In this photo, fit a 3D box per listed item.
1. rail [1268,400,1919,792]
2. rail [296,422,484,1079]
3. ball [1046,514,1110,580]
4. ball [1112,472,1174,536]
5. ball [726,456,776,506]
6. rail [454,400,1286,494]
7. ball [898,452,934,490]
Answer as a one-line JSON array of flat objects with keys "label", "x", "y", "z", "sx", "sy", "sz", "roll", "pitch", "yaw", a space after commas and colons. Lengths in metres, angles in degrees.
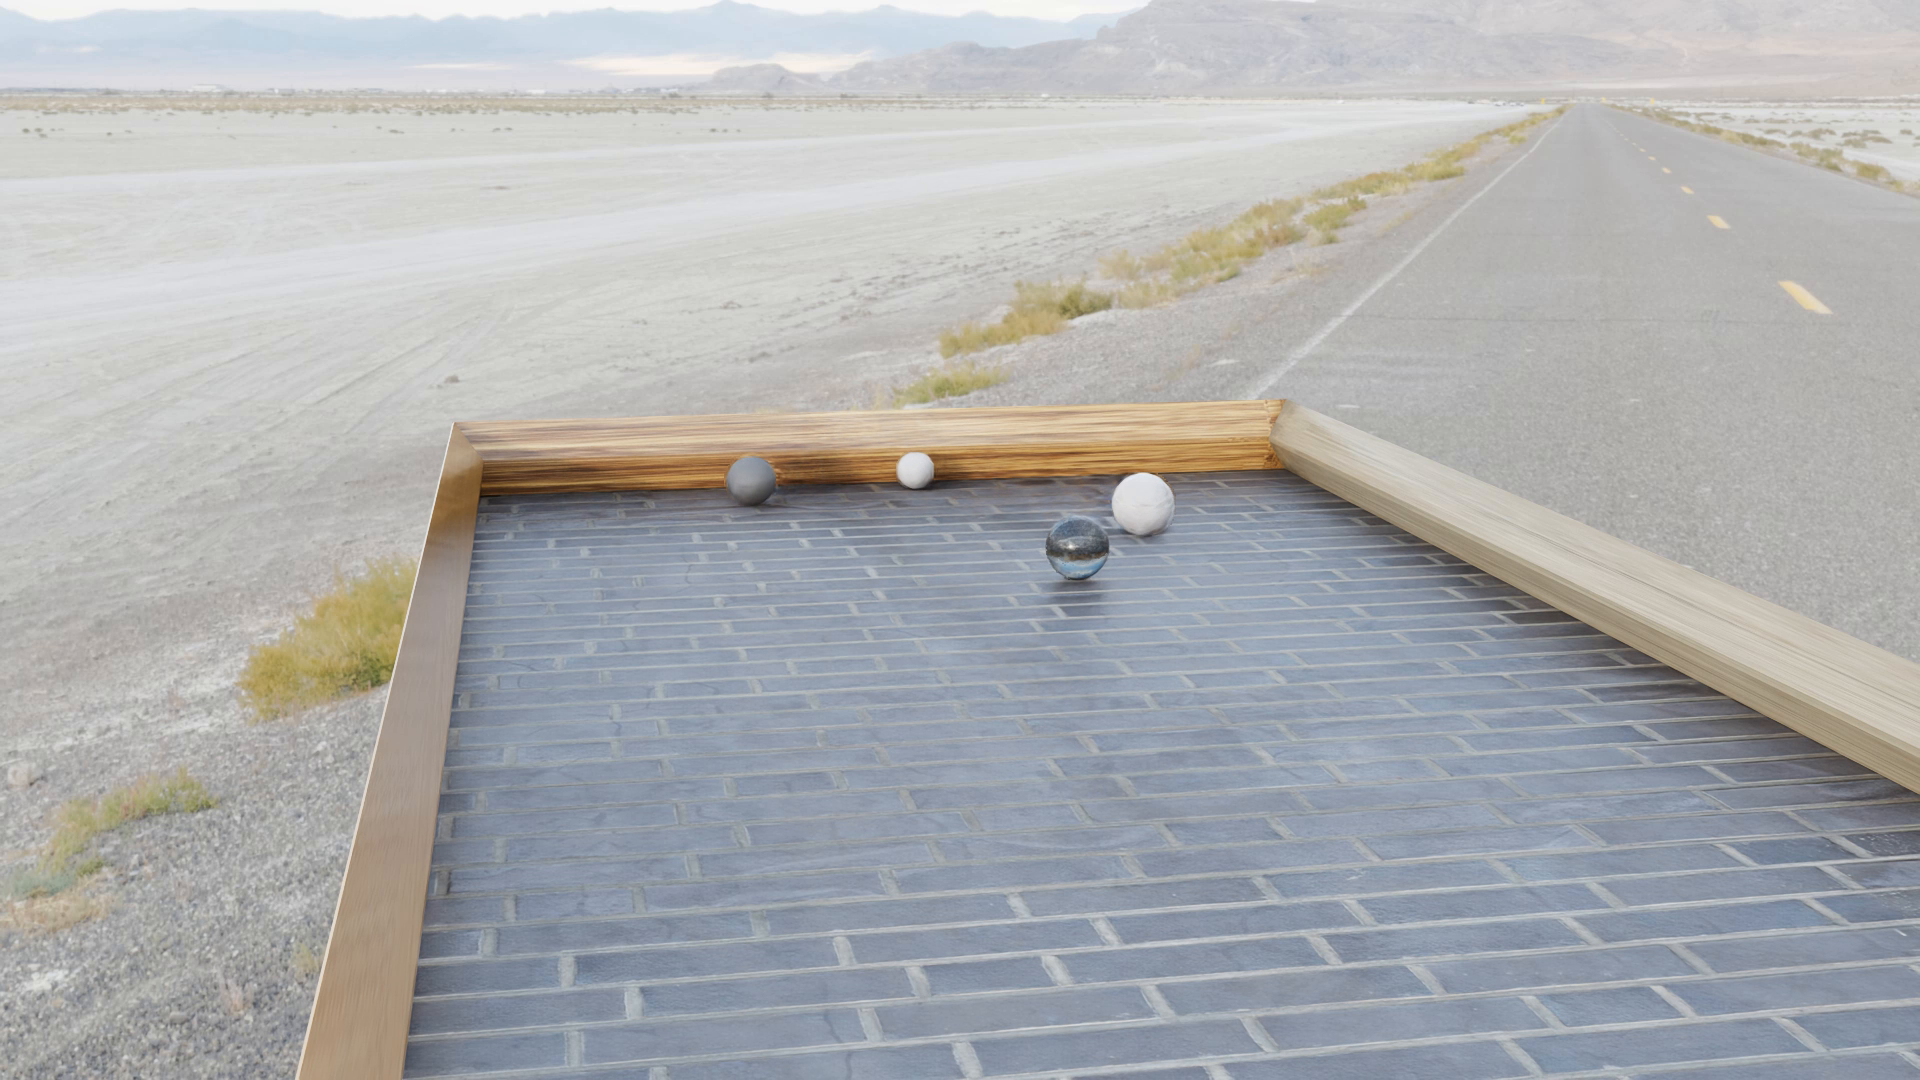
[{"label": "rail", "x": 0.764, "y": 0.084, "z": 2.412, "sx": 0.045, "sy": 0.115, "sz": 2.608, "roll": -2, "pitch": 12, "yaw": -11}, {"label": "rail", "x": -0.521, "y": 0.133, "z": 2.173, "sx": 0.045, "sy": 0.115, "sz": 2.608, "roll": -2, "pitch": 12, "yaw": -11}, {"label": "ball", "x": 0.152, "y": 0.009, "z": 2.854, "sx": 0.083, "sy": 0.083, "sz": 0.083, "roll": 0, "pitch": 12, "yaw": 0}, {"label": "ball", "x": 0.261, "y": -0.051, "z": 3.130, "sx": 0.089, "sy": 0.089, "sz": 0.089, "roll": 0, "pitch": 12, "yaw": 0}, {"label": "ball", "x": -0.319, "y": -0.091, "z": 3.356, "sx": 0.075, "sy": 0.075, "sz": 0.075, "roll": 0, "pitch": 12, "yaw": 0}, {"label": "rail", "x": -0.117, "y": -0.147, "z": 3.524, "sx": 1.356, "sy": 0.115, "sz": 0.045, "roll": -2, "pitch": 12, "yaw": -11}, {"label": "ball", "x": -0.070, "y": -0.110, "z": 3.489, "sx": 0.060, "sy": 0.060, "sz": 0.060, "roll": 0, "pitch": 12, "yaw": 0}]
